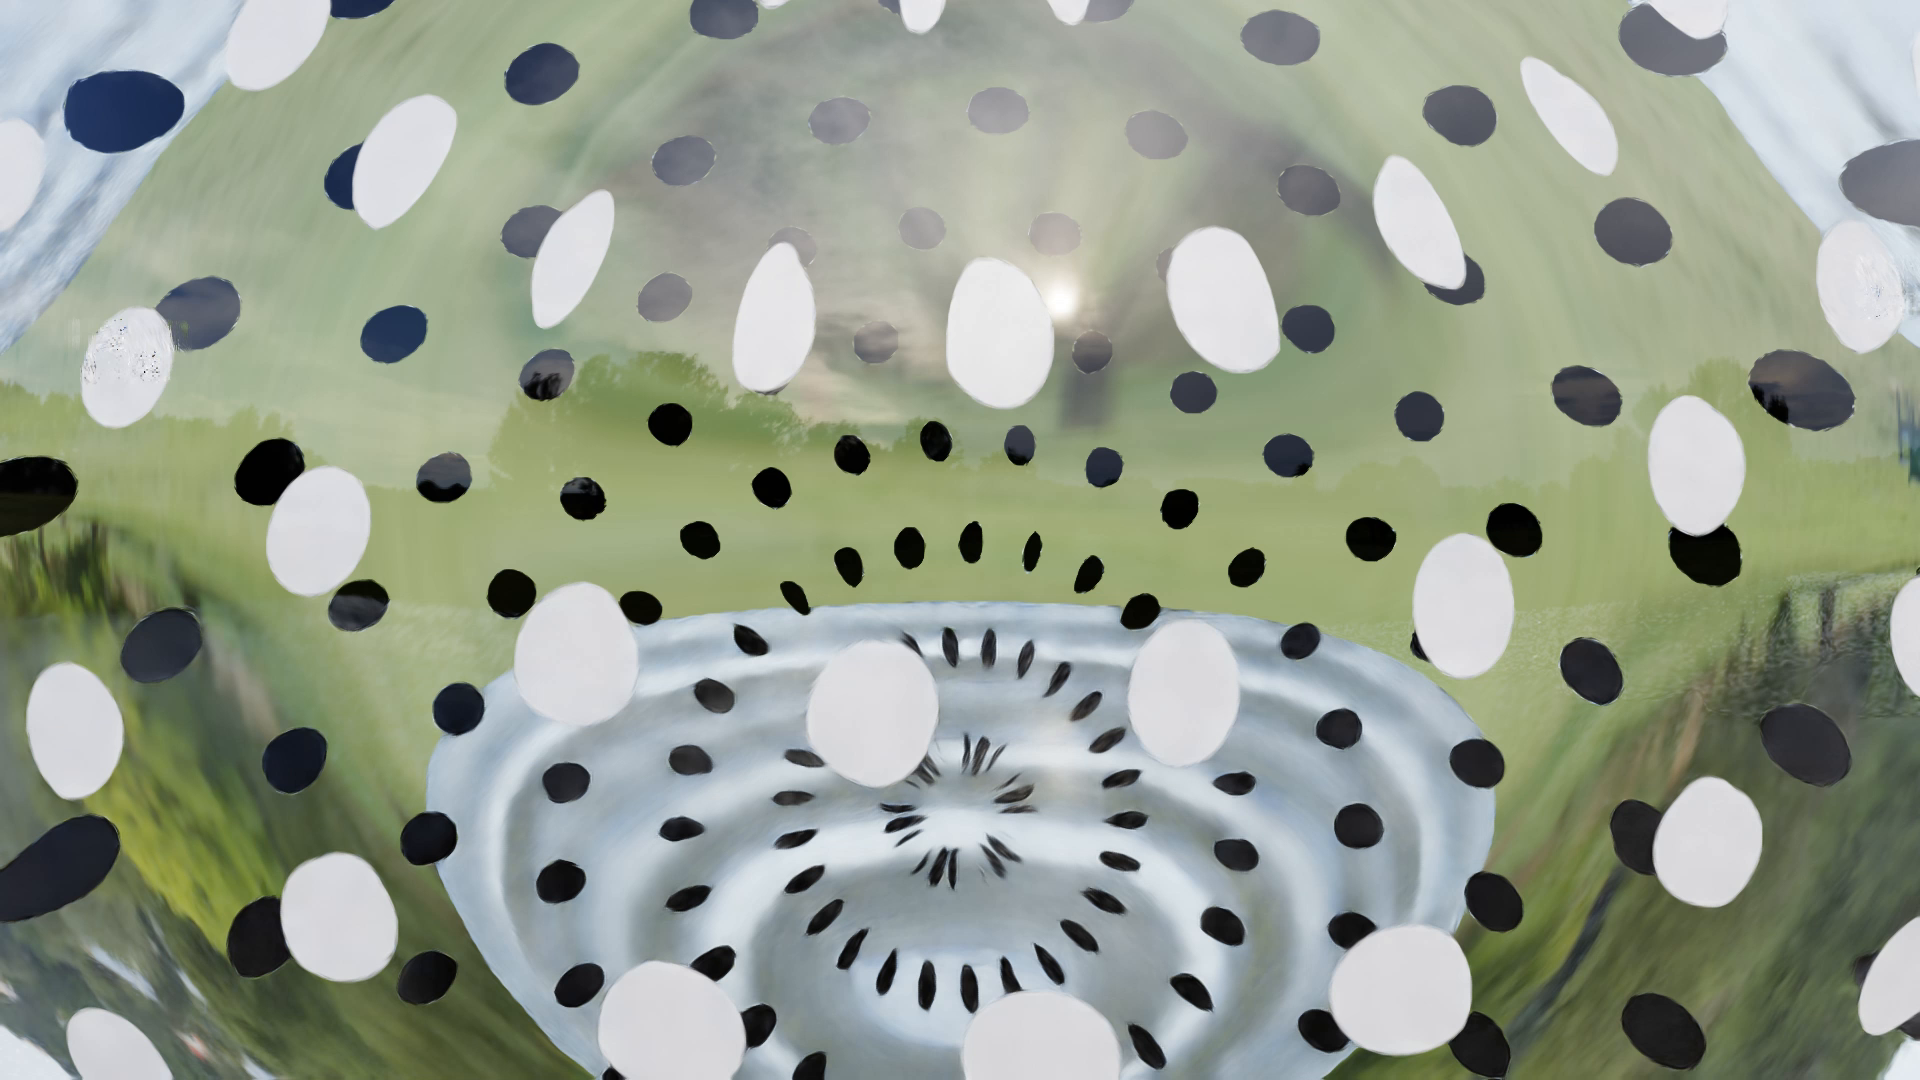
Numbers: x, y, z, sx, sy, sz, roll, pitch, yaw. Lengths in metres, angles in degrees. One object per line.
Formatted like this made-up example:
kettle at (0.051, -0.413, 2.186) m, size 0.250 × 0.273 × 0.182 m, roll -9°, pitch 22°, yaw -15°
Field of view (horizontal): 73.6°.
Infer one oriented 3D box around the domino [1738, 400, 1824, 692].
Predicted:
domino at (0.148, 0.000, 0.232) m, size 0.009 × 0.050 × 0.025 m, roll 2°, pitch 5°, yaw 29°

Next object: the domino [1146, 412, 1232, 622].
domino at (0.057, -0.006, 0.319) m, size 0.009 × 0.050 × 0.025 m, roll 3°, pitch 5°, yaw 38°

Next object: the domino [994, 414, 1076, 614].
domino at (0.019, -0.007, 0.331) m, size 0.009 × 0.050 × 0.025 m, roll -2°, pitch 5°, yaw -28°

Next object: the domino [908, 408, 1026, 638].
domino at (0.002, -0.004, 0.285) m, size 0.025 × 0.050 × 0.009 m, roll 0°, pitch 4°, yaw 5°

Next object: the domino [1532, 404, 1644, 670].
domino at (0.123, -0.001, 0.252) m, size 0.025 × 0.050 × 0.009 m, roll -4°, pitch 6°, yaw -42°

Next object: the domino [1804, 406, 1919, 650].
domino at (0.193, -0.003, 0.271) m, size 0.025 × 0.050 × 0.010 m, roll -1°, pitch 5°, yaw -18°

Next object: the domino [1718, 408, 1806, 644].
domino at (0.178, -0.004, 0.286) m, size 0.009 × 0.050 × 0.025 m, roll 2°, pitch 5°, yaw 20°

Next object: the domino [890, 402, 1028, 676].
domino at (0.000, 0.000, 0.239) m, size 0.025 × 0.050 × 0.009 m, roll 0°, pitch 4°, yaw 0°

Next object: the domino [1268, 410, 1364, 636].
domino at (0.082, -0.005, 0.296) m, size 0.010 × 0.050 × 0.025 m, roll 4°, pitch 6°, yaw 44°

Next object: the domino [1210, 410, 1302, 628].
domino at (0.071, -0.005, 0.307) m, size 0.009 × 0.050 × 0.025 m, roll 4°, pitch 6°, yaw 43°

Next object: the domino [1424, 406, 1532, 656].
domino at (0.109, -0.003, 0.268) m, size 0.025 × 0.050 × 0.009 m, roll -4°, pitch 6°, yaw -42°

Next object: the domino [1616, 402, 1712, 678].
domino at (0.133, -0.001, 0.243) m, size 0.010 × 0.050 × 0.025 m, roll 4°, pitch 6°, yaw 40°

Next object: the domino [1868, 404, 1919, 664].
domino at (0.193, -0.001, 0.248) m, size 0.025 × 0.050 × 0.010 m, roll 2°, pitch 5°, yaw 21°

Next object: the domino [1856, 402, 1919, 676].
domino at (0.182, 0.000, 0.235) m, size 0.009 × 0.050 × 0.025 m, roll -3°, pitch 5°, yaw -34°

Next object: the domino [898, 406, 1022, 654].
domino at (0.000, -0.002, 0.263) m, size 0.025 × 0.050 × 0.009 m, roll 0°, pitch 4°, yaw 3°

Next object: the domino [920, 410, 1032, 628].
domino at (0.004, -0.005, 0.301) m, size 0.025 × 0.050 × 0.009 m, roll 1°, pitch 4°, yaw 11°

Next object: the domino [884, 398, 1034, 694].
domino at (0.000, 0.001, 0.221) m, size 0.025 × 0.050 × 0.009 m, roll 0°, pitch 4°, yaw -1°

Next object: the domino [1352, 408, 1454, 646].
domino at (0.097, -0.004, 0.281) m, size 0.025 × 0.050 × 0.009 m, roll -4°, pitch 6°, yaw -43°

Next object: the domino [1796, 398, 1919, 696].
domino at (0.163, 0.000, 0.228) m, size 0.009 × 0.050 × 0.025 m, roll 0°, pitch 4°, yaw -3°

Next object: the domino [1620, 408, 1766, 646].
domino at (0.161, -0.004, 0.282) m, size 0.009 × 0.050 × 0.025 m, roll -2°, pitch 5°, yaw -27°

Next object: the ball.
ball at (0.000, -0.002, 0.056) m, size 0.080 × 0.080 × 0.080 m, roll 0°, pitch 4°, yaw 0°

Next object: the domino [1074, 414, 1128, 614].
domino at (0.036, -0.007, 0.331) m, size 0.009 × 0.050 × 0.025 m, roll 1°, pitch 4°, yaw 15°

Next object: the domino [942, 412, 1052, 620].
domino at (0.009, -0.006, 0.318) m, size 0.025 × 0.050 × 0.009 m, roll 2°, pitch 5°, yaw 25°

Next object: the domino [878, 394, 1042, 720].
domino at (0.000, 0.002, 0.201) m, size 0.025 × 0.050 × 0.009 m, roll 0°, pitch 4°, yaw 0°
